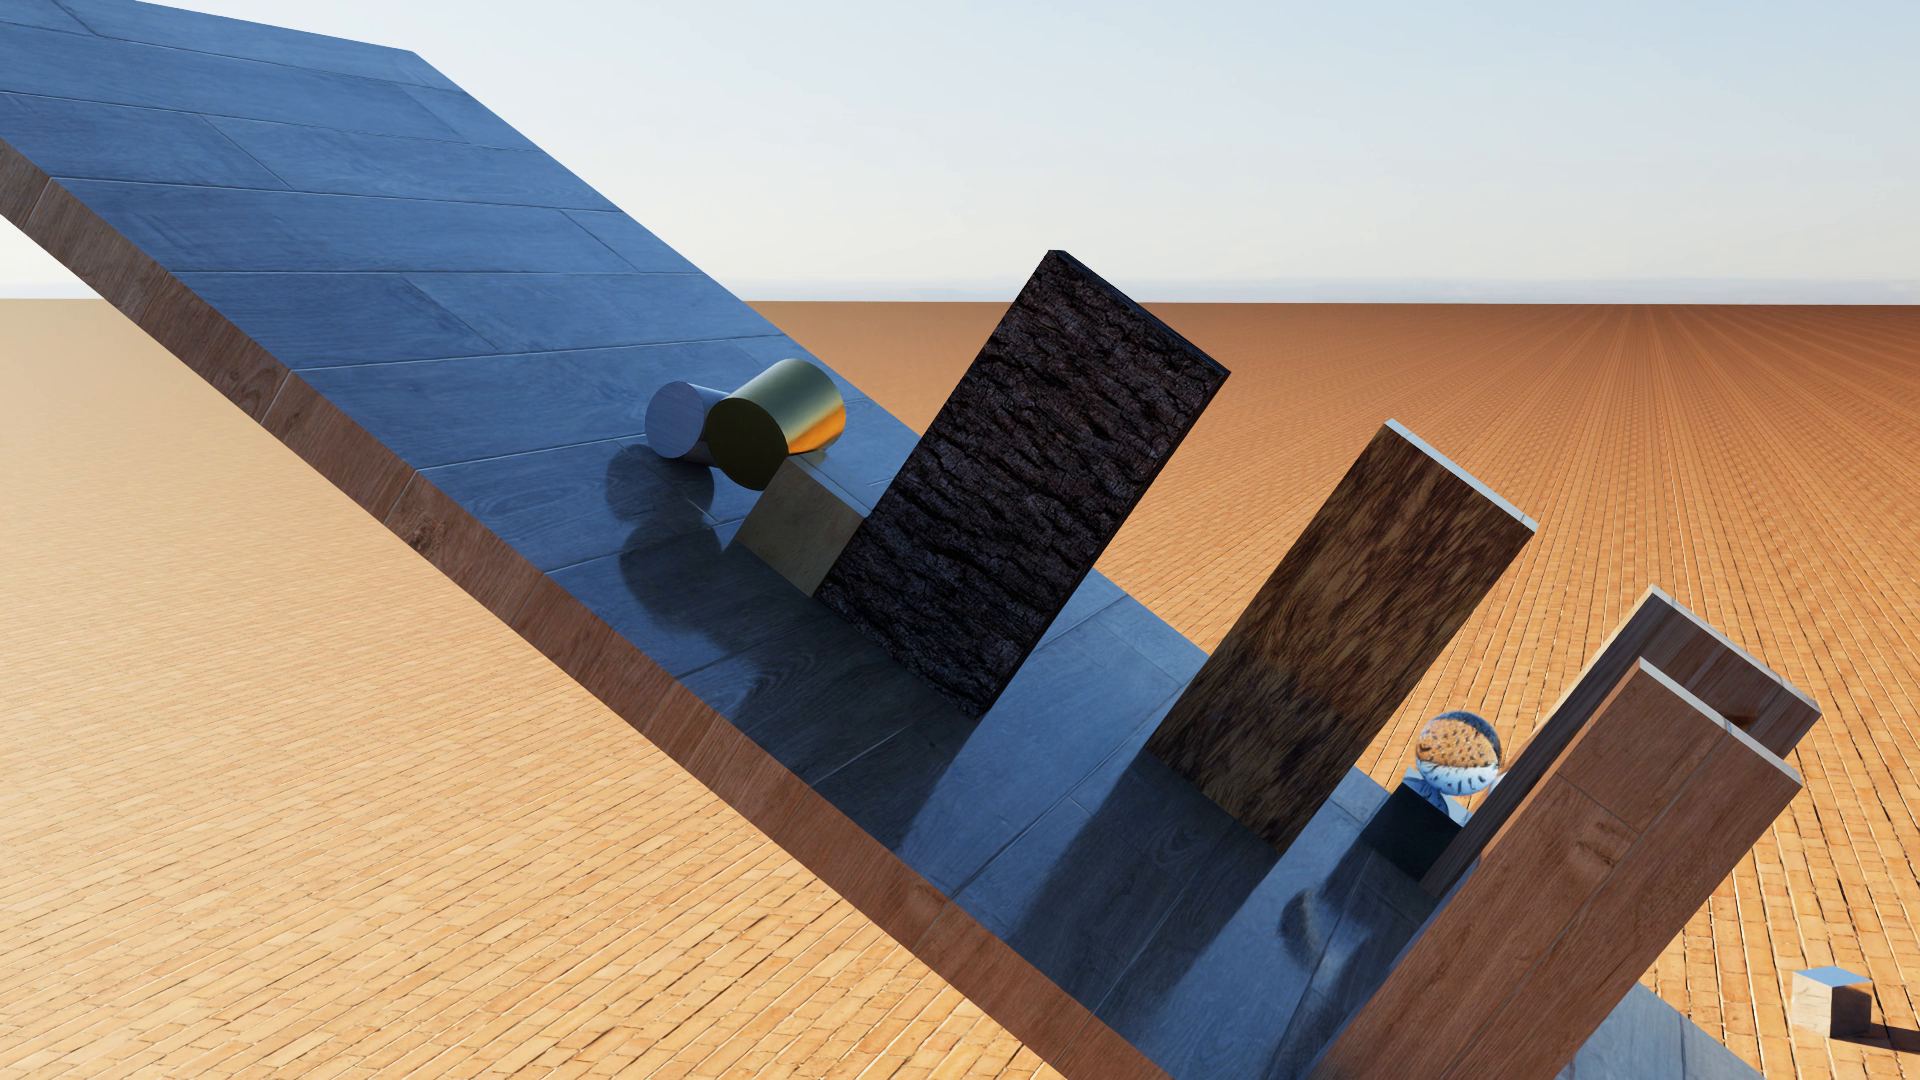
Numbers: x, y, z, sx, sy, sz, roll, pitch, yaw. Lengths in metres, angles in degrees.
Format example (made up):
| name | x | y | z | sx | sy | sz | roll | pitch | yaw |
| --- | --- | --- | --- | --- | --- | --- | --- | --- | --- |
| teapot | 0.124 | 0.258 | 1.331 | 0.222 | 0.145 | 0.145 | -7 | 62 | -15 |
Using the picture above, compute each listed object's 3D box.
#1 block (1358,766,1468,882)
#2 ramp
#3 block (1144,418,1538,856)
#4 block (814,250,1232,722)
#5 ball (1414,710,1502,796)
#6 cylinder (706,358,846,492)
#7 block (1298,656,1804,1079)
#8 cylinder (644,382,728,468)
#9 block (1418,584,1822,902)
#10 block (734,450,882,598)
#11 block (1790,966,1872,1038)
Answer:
| name | x | y | z | sx | sy | sz | roll | pitch | yaw |
| --- | --- | --- | --- | --- | --- | --- | --- | --- | --- |
| block | 0.921 | 0.576 | 4.469 | 0.147 | 0.147 | 0.147 | 37 | 16 | 9 |
| ramp | -0.090 | 0.161 | 4.081 | 4.000 | 0.100 | 2.000 | 37 | 16 | 10 |
| block | 0.696 | 0.179 | 4.050 | 0.325 | 0.751 | 0.139 | 37 | 16 | 10 |
| block | 0.098 | -0.089 | 3.679 | 0.347 | 0.716 | 0.102 | 37 | 16 | 10 |
| ball | 1.014 | 0.435 | 4.477 | 0.175 | 0.175 | 0.175 | 0 | 7 | 0 |
| cylinder | -0.324 | -0.204 | 3.876 | 0.178 | 0.178 | 0.178 | 4 | 28 | 32 |
| block | 0.808 | 0.557 | 3.075 | 0.258 | 0.793 | 0.092 | 37 | 16 | 10 |
| cylinder | -0.467 | -0.206 | 3.945 | 0.138 | 0.138 | 0.138 | 5 | -3 | 34 |
| block | 1.288 | 0.501 | 4.330 | 0.382 | 0.743 | 0.130 | 37 | 16 | 10 |
| block | -0.249 | -0.031 | 3.812 | 0.171 | 0.171 | 0.171 | 38 | 16 | 10 |
| block | 2.144 | 1.135 | 5.409 | 0.129 | 0.129 | 0.129 | -3 | 7 | -22 |
